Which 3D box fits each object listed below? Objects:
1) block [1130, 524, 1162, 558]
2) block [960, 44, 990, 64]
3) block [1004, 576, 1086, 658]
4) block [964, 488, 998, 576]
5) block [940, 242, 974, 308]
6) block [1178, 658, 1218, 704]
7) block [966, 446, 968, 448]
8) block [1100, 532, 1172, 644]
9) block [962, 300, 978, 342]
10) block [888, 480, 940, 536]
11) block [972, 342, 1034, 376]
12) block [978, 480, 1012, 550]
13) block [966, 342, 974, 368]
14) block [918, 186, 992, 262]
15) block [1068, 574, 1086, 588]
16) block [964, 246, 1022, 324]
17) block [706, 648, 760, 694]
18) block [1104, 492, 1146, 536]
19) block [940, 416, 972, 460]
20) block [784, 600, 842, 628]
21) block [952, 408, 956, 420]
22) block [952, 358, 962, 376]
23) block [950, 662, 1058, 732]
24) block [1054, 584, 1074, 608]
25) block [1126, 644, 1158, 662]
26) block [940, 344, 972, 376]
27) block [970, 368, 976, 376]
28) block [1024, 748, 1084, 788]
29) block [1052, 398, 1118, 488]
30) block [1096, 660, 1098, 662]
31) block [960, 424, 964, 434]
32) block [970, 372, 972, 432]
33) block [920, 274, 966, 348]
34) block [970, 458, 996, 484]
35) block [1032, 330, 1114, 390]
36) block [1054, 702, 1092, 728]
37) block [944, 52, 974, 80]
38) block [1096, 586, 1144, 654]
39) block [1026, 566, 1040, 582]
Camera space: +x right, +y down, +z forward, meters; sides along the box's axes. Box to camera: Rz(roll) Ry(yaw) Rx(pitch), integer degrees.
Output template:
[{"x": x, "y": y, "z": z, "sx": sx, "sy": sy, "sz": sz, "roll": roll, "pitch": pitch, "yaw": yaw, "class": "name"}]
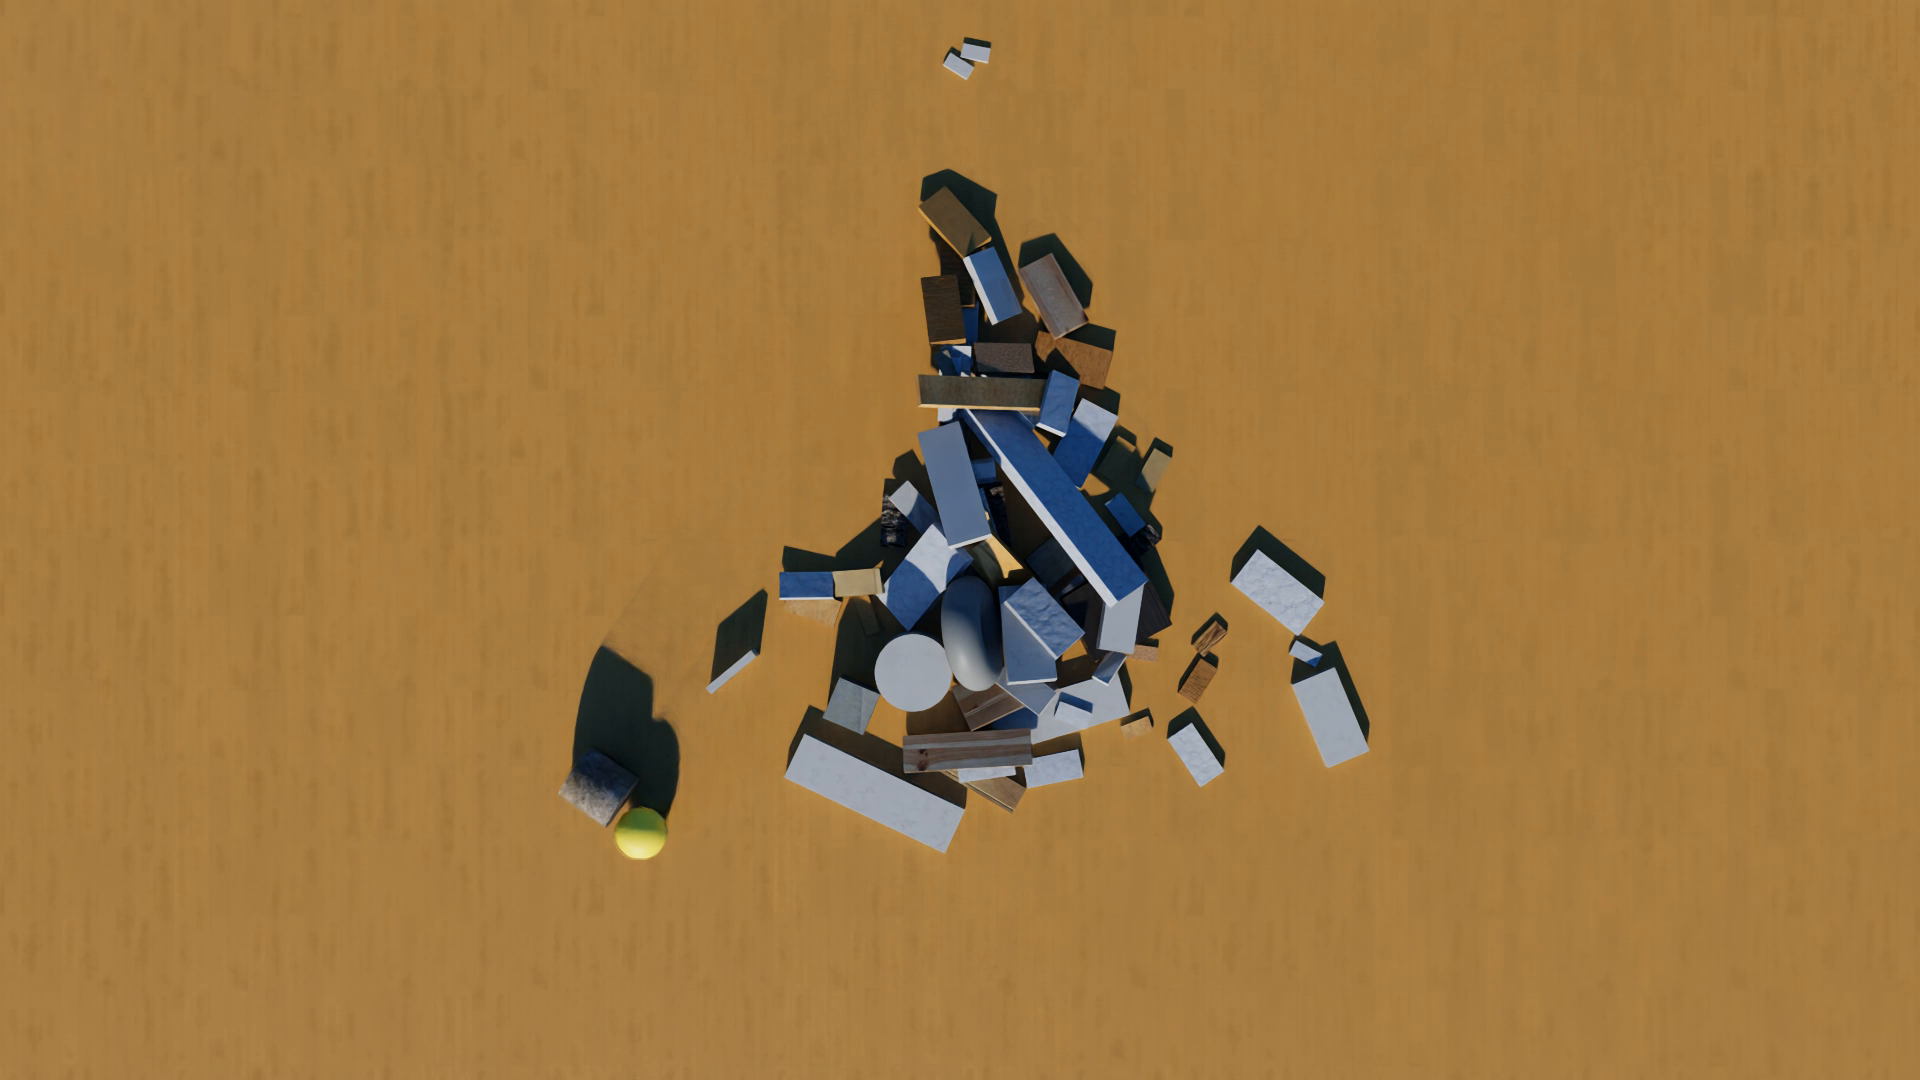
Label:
[{"x": 0.596, "y": 0.014, "z": 5.489, "sx": 0.139, "sy": 0.020, "sz": 0.069, "roll": -39, "pitch": 92, "yaw": 0, "class": "block"}, {"x": 0.052, "y": -1.622, "z": 5.493, "sx": 0.093, "sy": 0.013, "sz": 0.046, "roll": 11, "pitch": 90, "yaw": 0, "class": "block"}, {"x": 0.274, "y": 0.253, "z": 5.352, "sx": 0.125, "sy": 0.035, "sz": 0.249, "roll": -40, "pitch": 81, "yaw": -15, "class": "block"}, {"x": 0.048, "y": -0.021, "z": 5.391, "sx": 0.142, "sy": 0.040, "sz": 0.283, "roll": -16, "pitch": 118, "yaw": 4, "class": "block"}, {"x": -0.008, "y": -0.876, "z": 5.446, "sx": 0.112, "sy": 0.032, "sz": 0.224, "roll": 0, "pitch": 77, "yaw": -1, "class": "block"}, {"x": 0.792, "y": 0.469, "z": 5.490, "sx": 0.069, "sy": 0.020, "sz": 0.139, "roll": 33, "pitch": 90, "yaw": 0, "class": "block"}, {"x": -0.016, "y": -0.228, "z": 5.459, "sx": 0.085, "sy": 0.024, "sz": 0.170, "roll": 0, "pitch": 109, "yaw": -1, "class": "block"}, {"x": 0.548, "y": 0.167, "z": 5.452, "sx": 0.170, "sy": 0.048, "sz": 0.340, "roll": -27, "pitch": 95, "yaw": -7, "class": "block"}, {"x": 0.003, "y": -0.681, "z": 5.468, "sx": 0.112, "sy": 0.032, "sz": 0.224, "roll": 1, "pitch": 95, "yaw": 0, "class": "block"}, {"x": -0.149, "y": -0.107, "z": 5.467, "sx": 0.085, "sy": 0.024, "sz": 0.170, "roll": -44, "pitch": 100, "yaw": -9, "class": "block"}, {"x": 0.141, "y": -0.594, "z": 5.416, "sx": 0.201, "sy": 0.028, "sz": 0.100, "roll": -2, "pitch": 76, "yaw": -21, "class": "block"}, {"x": 0.089, "y": -0.056, "z": 5.420, "sx": 0.135, "sy": 0.038, "sz": 0.269, "roll": -9, "pitch": 118, "yaw": 0, "class": "block"}, {"x": 0.000, "y": -0.541, "z": 5.453, "sx": 0.112, "sy": 0.032, "sz": 0.224, "roll": -2, "pitch": 106, "yaw": 0, "class": "block"}, {"x": -0.018, "y": -1.046, "z": 5.453, "sx": 0.118, "sy": 0.033, "sz": 0.236, "roll": -39, "pitch": 80, "yaw": -9, "class": "block"}, {"x": 0.413, "y": 0.170, "z": 5.492, "sx": 0.053, "sy": 0.015, "sz": 0.106, "roll": -39, "pitch": 90, "yaw": 0, "class": "block"}, {"x": 0.109, "y": -0.840, "z": 5.443, "sx": 0.118, "sy": 0.033, "sz": 0.236, "roll": -27, "pitch": 95, "yaw": -36, "class": "block"}, {"x": -0.751, "y": 0.434, "z": 5.452, "sx": 0.194, "sy": 0.097, "sz": 0.027, "roll": -40, "pitch": 90, "yaw": 0, "class": "block"}, {"x": 0.550, "y": -0.085, "z": 5.490, "sx": 0.069, "sy": 0.020, "sz": 0.138, "roll": -37, "pitch": 90, "yaw": 0, "class": "block"}, {"x": -0.016, "y": -0.325, "z": 5.457, "sx": 0.100, "sy": 0.028, "sz": 0.201, "roll": -2, "pitch": 107, "yaw": 0, "class": "block"}, {"x": -0.490, "y": 0.219, "z": 5.487, "sx": 0.177, "sy": 0.025, "sz": 0.089, "roll": 19, "pitch": 90, "yaw": 0, "class": "block"}, {"x": -0.039, "y": -0.447, "z": 5.356, "sx": 0.058, "sy": 0.016, "sz": 0.115, "roll": 6, "pitch": 100, "yaw": -2, "class": "block"}, {"x": -0.029, "y": -0.536, "z": 5.359, "sx": 0.058, "sy": 0.016, "sz": 0.115, "roll": 3, "pitch": 98, "yaw": -2, "class": "block"}, {"x": 0.148, "y": 0.493, "z": 5.450, "sx": 0.319, "sy": 0.045, "sz": 0.159, "roll": -25, "pitch": 74, "yaw": -2, "class": "block"}, {"x": 0.300, "y": 0.297, "z": 5.430, "sx": 0.300, "sy": 0.042, "sz": 0.150, "roll": -40, "pitch": 81, "yaw": -15, "class": "block"}, {"x": 0.609, "y": 0.376, "z": 5.493, "sx": 0.099, "sy": 0.014, "sz": 0.050, "roll": 9, "pitch": 90, "yaw": 0, "class": "block"}, {"x": -0.018, "y": -0.538, "z": 5.391, "sx": 0.100, "sy": 0.028, "sz": 0.201, "roll": 2, "pitch": 107, "yaw": -1, "class": "block"}, {"x": 0.048, "y": -0.513, "z": 5.421, "sx": 0.014, "sy": 0.048, "sz": 0.095, "roll": -7, "pitch": 106, "yaw": 2, "class": "block"}, {"x": 0.308, "y": 0.759, "z": 5.487, "sx": 0.189, "sy": 0.027, "sz": 0.095, "roll": -11, "pitch": 90, "yaw": 0, "class": "block"}, {"x": 0.403, "y": -0.320, "z": 5.481, "sx": 0.135, "sy": 0.038, "sz": 0.269, "roll": 28, "pitch": 90, "yaw": 0, "class": "block"}, {"x": 0.477, "y": 0.344, "z": 5.469, "sx": 0.121, "sy": 0.017, "sz": 0.060, "roll": -37, "pitch": 87, "yaw": -21, "class": "block"}, {"x": -0.019, "y": -0.287, "z": 5.400, "sx": 0.085, "sy": 0.024, "sz": 0.170, "roll": -11, "pitch": 98, "yaw": 1, "class": "block"}, {"x": -0.010, "y": -0.455, "z": 5.447, "sx": 0.100, "sy": 0.028, "sz": 0.201, "roll": -3, "pitch": 107, "yaw": 0, "class": "block"}, {"x": -0.054, "y": -0.748, "z": 5.369, "sx": 0.118, "sy": 0.033, "sz": 0.236, "roll": -7, "pitch": 71, "yaw": -2, "class": "block"}, {"x": 0.059, "y": -0.134, "z": 5.419, "sx": 0.135, "sy": 0.038, "sz": 0.269, "roll": -8, "pitch": 118, "yaw": -1, "class": "block"}, {"x": 0.369, "y": -0.597, "z": 5.482, "sx": 0.258, "sy": 0.037, "sz": 0.129, "roll": 16, "pitch": 90, "yaw": 0, "class": "block"}, {"x": 0.373, "y": 0.578, "z": 5.450, "sx": 0.113, "sy": 0.016, "sz": 0.057, "roll": 21, "pitch": 90, "yaw": 0, "class": "block"}, {"x": -0.005, "y": -1.578, "z": 5.493, "sx": 0.093, "sy": 0.013, "sz": 0.046, "roll": 32, "pitch": 90, "yaw": 0, "class": "block"}, {"x": 0.524, "y": 0.246, "z": 5.398, "sx": 0.119, "sy": 0.034, "sz": 0.239, "roll": 10, "pitch": 87, "yaw": -14, "class": "block"}, {"x": 0.256, "y": 0.109, "z": 5.490, "sx": 0.139, "sy": 0.020, "sz": 0.069, "roll": -24, "pitch": 90, "yaw": 0, "class": "block"}]
